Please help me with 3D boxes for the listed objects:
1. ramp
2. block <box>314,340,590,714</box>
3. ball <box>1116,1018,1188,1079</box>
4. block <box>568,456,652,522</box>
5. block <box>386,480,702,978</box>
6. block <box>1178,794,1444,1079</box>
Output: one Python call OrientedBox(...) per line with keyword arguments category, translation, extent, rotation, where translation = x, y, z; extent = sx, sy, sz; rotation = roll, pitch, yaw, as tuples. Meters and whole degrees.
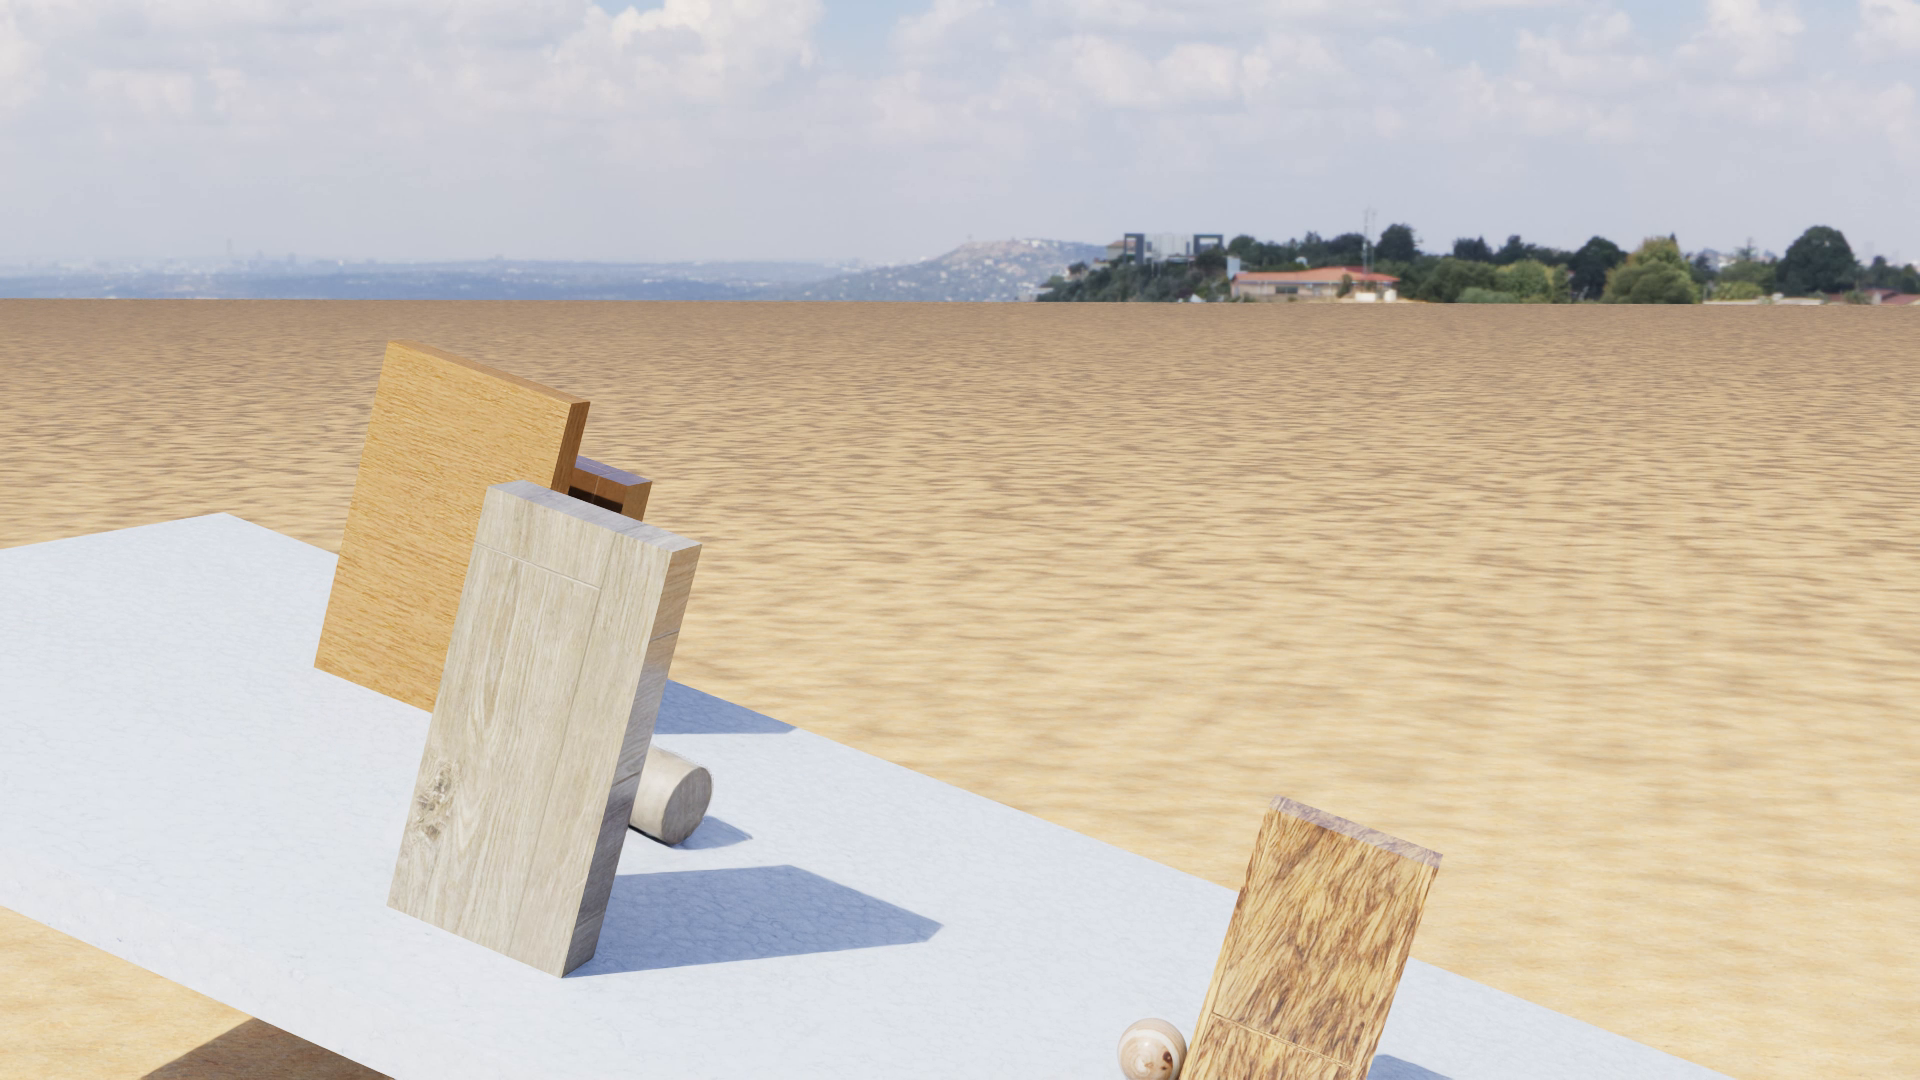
OrientedBox(category="ramp", translation=(-0.372, 0.721, 4.236), extent=(4.000, 0.100, 2.000), rotation=(19, 12, 14))
OrientedBox(category="block", translation=(-1.077, -0.007, 4.638), extent=(0.436, 0.730, 0.088), rotation=(19, 12, 14))
OrientedBox(category="ball", translation=(0.334, 0.893, 3.820), extent=(0.123, 0.123, 0.123), rotation=(0, 7, 0))
OrientedBox(category="block", translation=(-0.951, 0.065, 4.973), extent=(0.373, 0.530, 0.127), rotation=(19, 12, 14))
OrientedBox(category="block", translation=(-0.690, 0.309, 3.627), extent=(0.336, 0.743, 0.118), rotation=(19, 12, 14))
OrientedBox(category="block", translation=(0.580, 0.751, 3.709), extent=(0.292, 0.569, 0.096), rotation=(19, 12, 14))
